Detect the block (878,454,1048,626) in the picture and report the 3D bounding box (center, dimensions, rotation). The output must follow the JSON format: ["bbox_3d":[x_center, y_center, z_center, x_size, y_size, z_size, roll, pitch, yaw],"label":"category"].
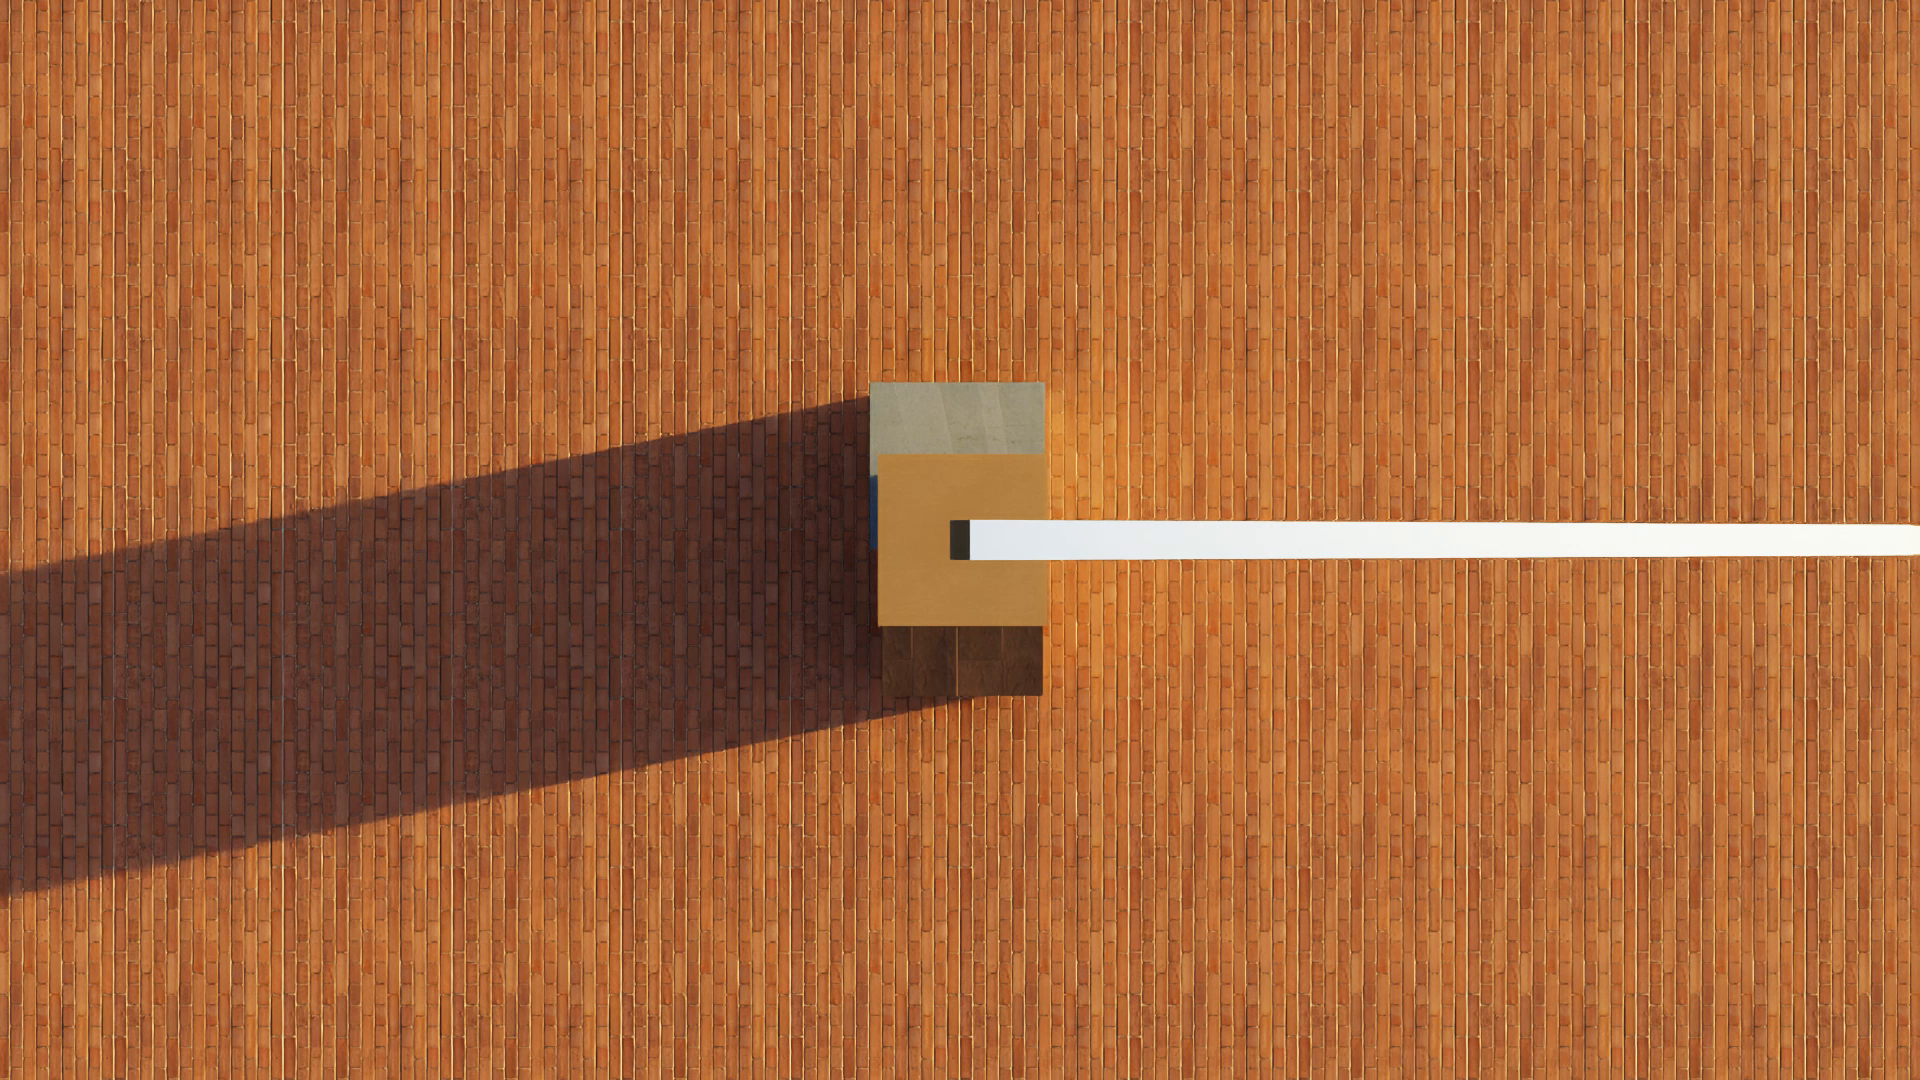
[{"bbox_3d":[0.010,0.000,9.024,0.670,0.663,0.679,0,90,0],"label":"block"}]

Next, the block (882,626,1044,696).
[{"bbox_3d":[0.015,0.461,12.589,0.891,0.823,0.804,0,90,0],"label":"block"}]

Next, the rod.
[{"bbox_3d":[2.234,0.000,5.746,5.200,0.080,0.080,0,90,-31],"label":"rod"}]

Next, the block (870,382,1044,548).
[{"bbox_3d":[-0.015,-0.407,12.521,0.957,0.958,0.912,0,90,0],"label":"block"}]
